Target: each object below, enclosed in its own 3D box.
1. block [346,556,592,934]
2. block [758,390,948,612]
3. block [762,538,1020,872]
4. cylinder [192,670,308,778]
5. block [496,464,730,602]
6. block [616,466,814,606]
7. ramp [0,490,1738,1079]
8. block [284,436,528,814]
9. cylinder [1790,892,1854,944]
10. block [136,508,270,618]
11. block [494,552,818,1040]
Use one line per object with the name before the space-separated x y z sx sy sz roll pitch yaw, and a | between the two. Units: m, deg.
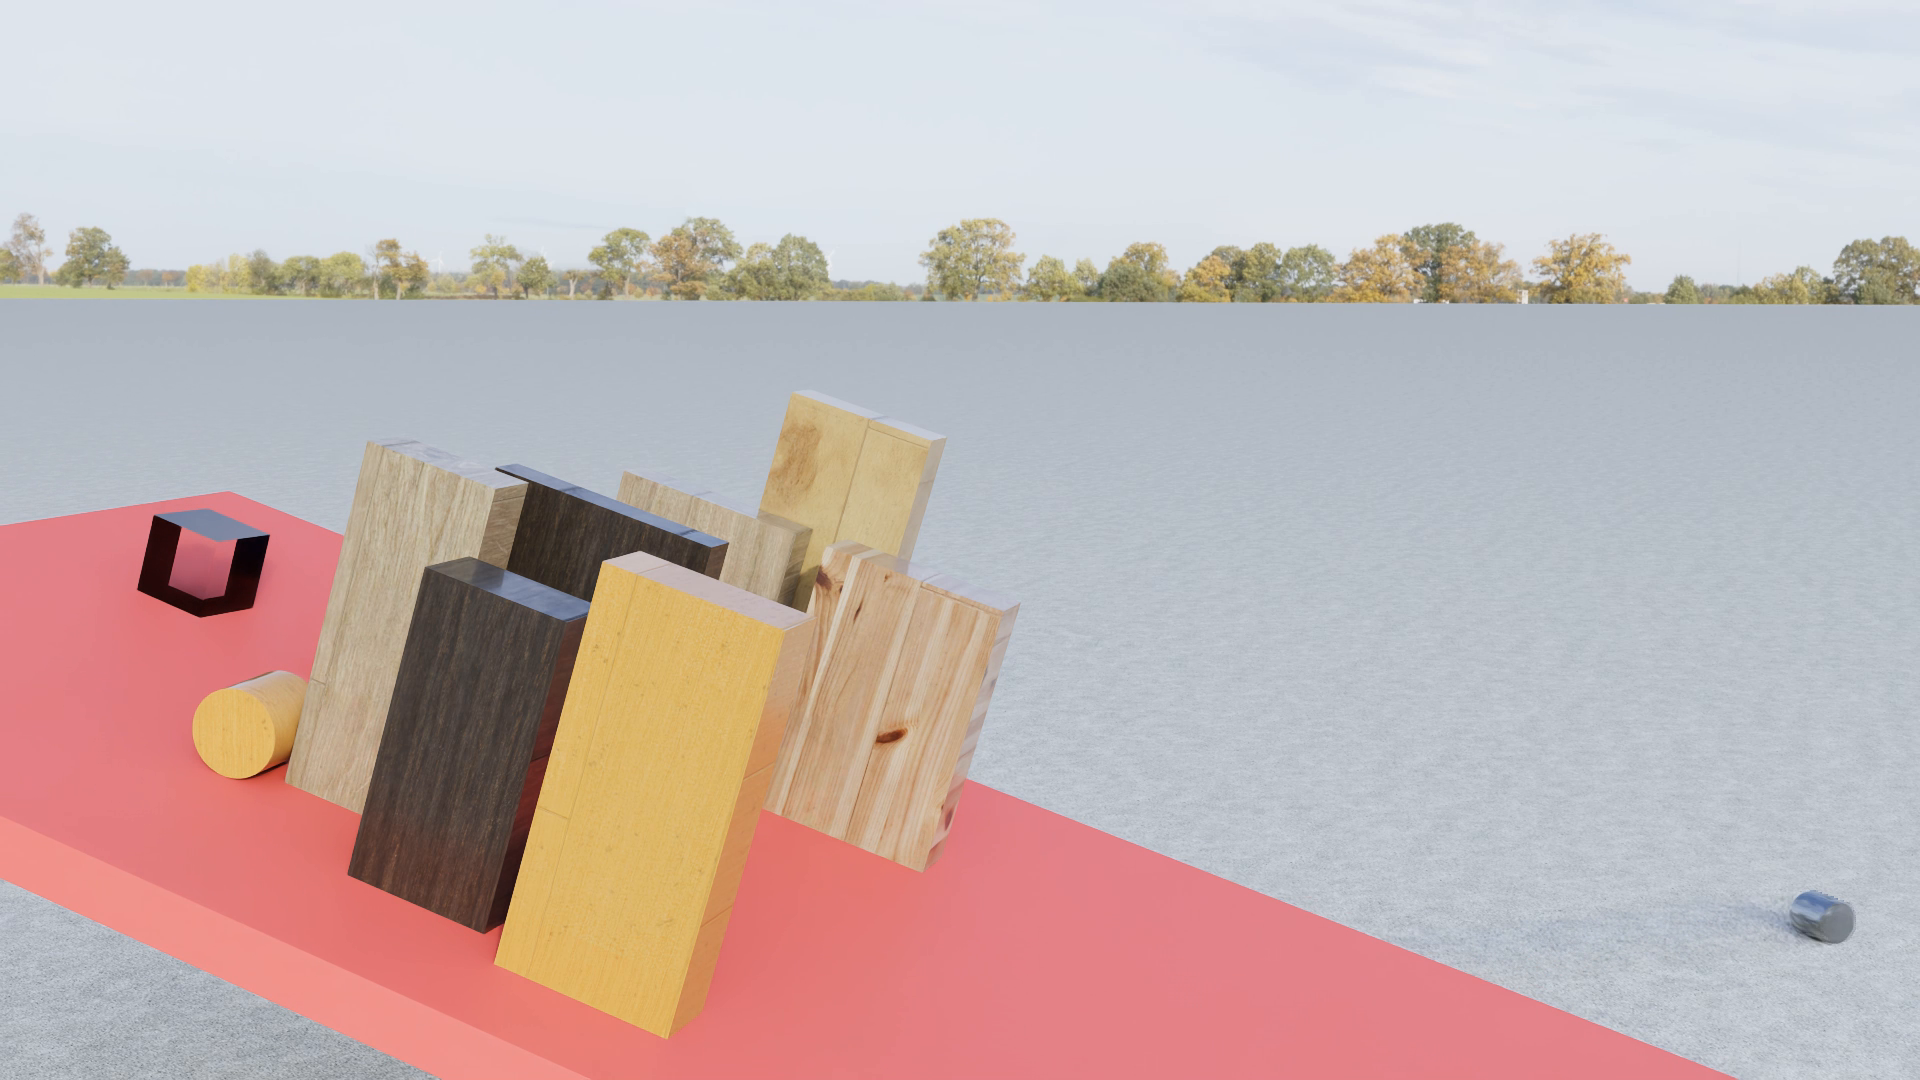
block | -0.802 0.337 3.651 0.266 0.550 0.144 20 12 14
block | -0.310 0.087 4.945 0.339 0.779 0.114 20 12 14
block | -0.155 0.337 4.518 0.393 0.571 0.128 20 12 14
cylinder | -1.268 0.332 3.975 0.164 0.164 0.164 2 8 13
block | -0.722 0.231 4.056 0.445 0.631 0.081 20 12 14
block | -0.607 0.148 4.921 0.428 0.506 0.101 20 12 14
ramp | -0.363 0.693 4.230 4.000 0.100 2.000 20 12 14
block | -0.990 0.168 3.925 0.259 0.650 0.119 20 12 14
cylinder | 2.404 1.054 6.133 0.118 0.118 0.118 -3 7 -20
block | -1.636 0.048 4.758 0.172 0.172 0.172 21 12 18
block | -0.483 0.399 3.470 0.315 0.688 0.134 20 12 14
